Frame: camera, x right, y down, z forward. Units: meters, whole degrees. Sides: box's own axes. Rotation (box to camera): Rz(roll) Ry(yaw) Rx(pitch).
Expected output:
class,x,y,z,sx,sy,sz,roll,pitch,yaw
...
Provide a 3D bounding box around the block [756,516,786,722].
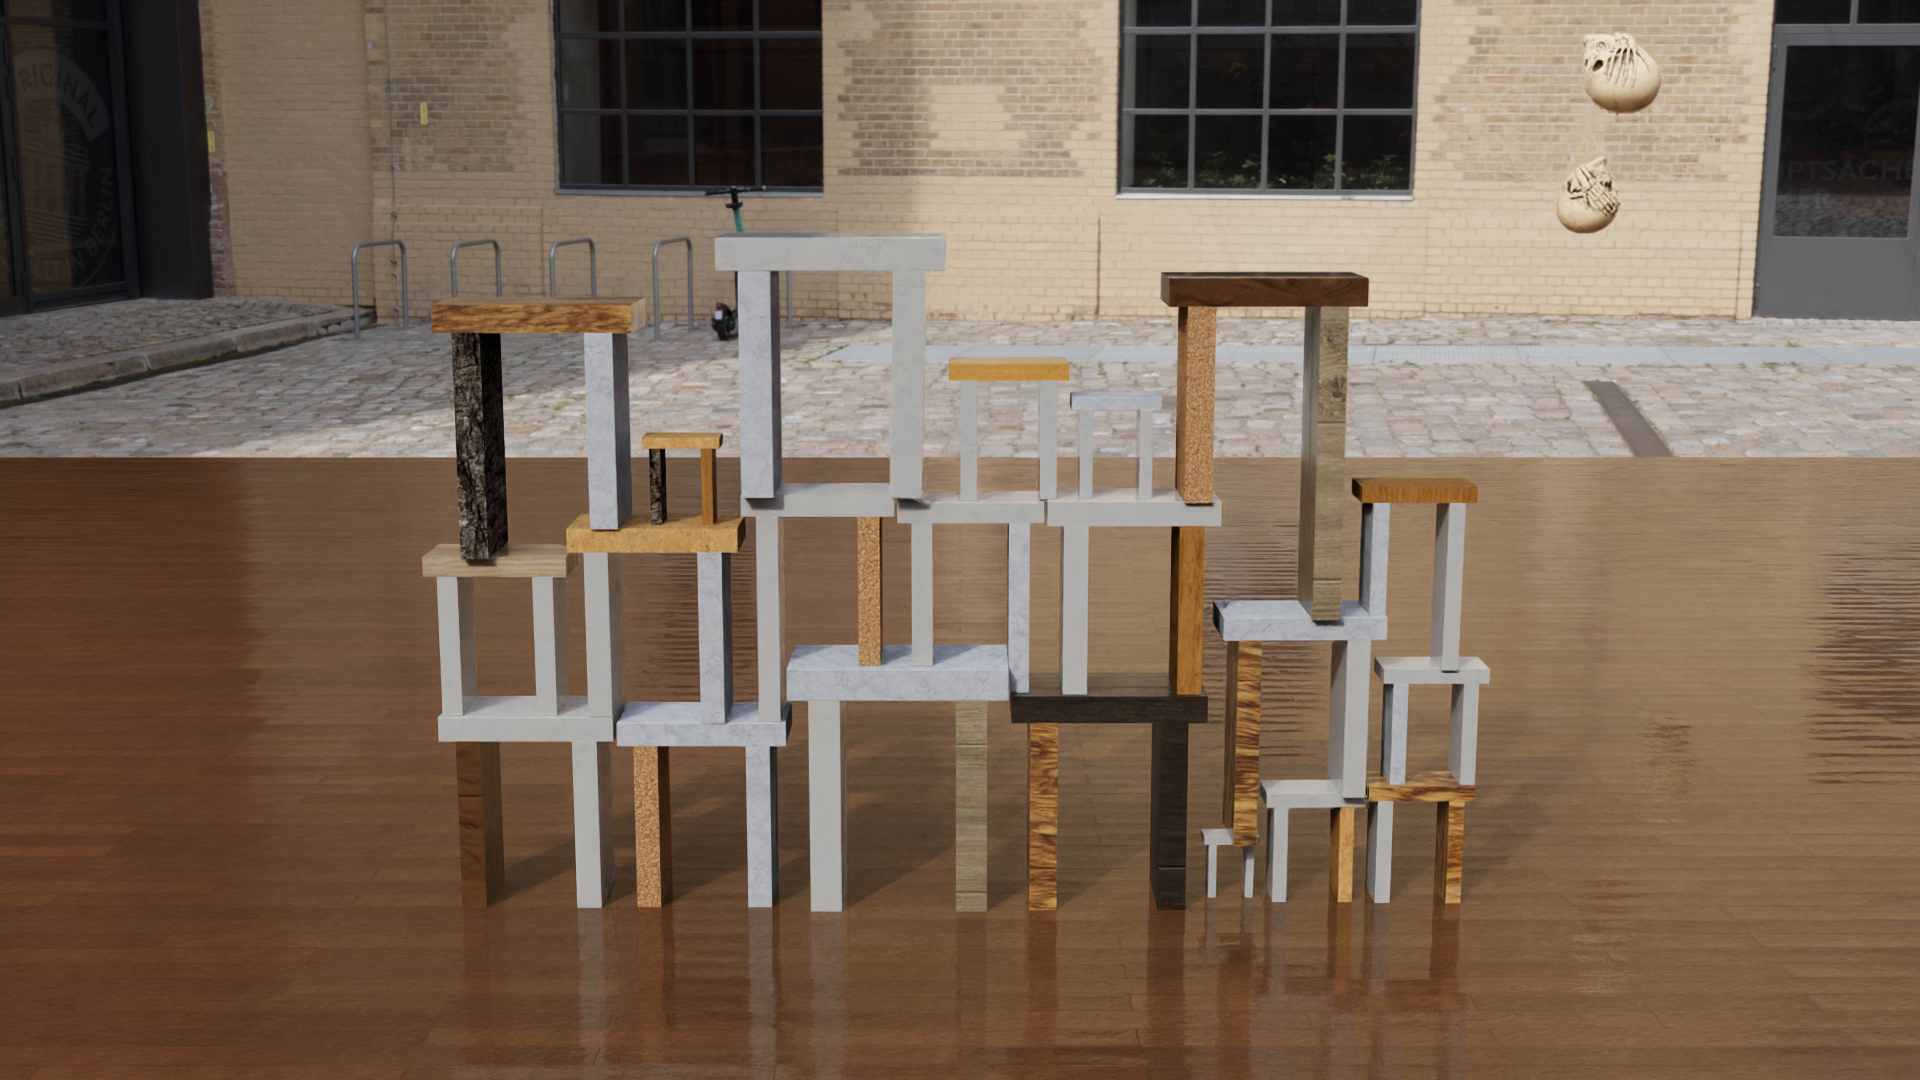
class,x,y,z,sx,sy,sz,roll,pitch,yaw
block,-0.307,0.118,3.584,0.035,0.337,0.122,0,11,0

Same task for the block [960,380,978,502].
class,x,y,z,sx,sy,sz,roll,pitch,yaw
block,0.014,-0.165,3.533,0.027,0.193,0.095,0,11,0

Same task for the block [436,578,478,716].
class,x,y,z,sx,sy,sz,roll,pitch,yaw
block,-0.820,0.161,3.590,0.032,0.229,0.114,0,11,0

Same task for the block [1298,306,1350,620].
class,x,y,z,sx,sy,sz,roll,pitch,yaw
block,0.582,-0.131,3.532,0.044,0.498,0.154,0,11,0

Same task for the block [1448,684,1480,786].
class,x,y,z,sx,sy,sz,roll,pitch,yaw
block,0.829,0.309,3.622,0.024,0.171,0.086,0,11,0

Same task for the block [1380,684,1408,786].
class,x,y,z,sx,sy,sz,roll,pitch,yaw
block,0.715,0.309,3.621,0.024,0.171,0.086,0,11,0

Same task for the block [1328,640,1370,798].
class,x,y,z,sx,sy,sz,roll,pitch,yaw
block,0.639,0.278,3.616,0.037,0.263,0.131,0,11,-1

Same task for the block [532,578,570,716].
class,x,y,z,sx,sy,sz,roll,pitch,yaw
block,-0.667,0.161,3.590,0.032,0.229,0.114,0,11,0

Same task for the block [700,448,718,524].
class,x,y,z,sx,sy,sz,roll,pitch,yaw
block,-0.404,-0.090,3.539,0.017,0.123,0.062,0,11,0

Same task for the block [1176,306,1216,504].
class,x,y,z,sx,sy,sz,roll,pitch,yaw
block,0.376,-0.224,3.516,0.044,0.309,0.154,0,11,0

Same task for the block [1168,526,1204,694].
class,x,y,z,sx,sy,sz,roll,pitch,yaw
block,0.368,0.101,3.578,0.039,0.275,0.138,0,11,0

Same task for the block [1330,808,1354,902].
class,x,y,z,sx,sy,sz,roll,pitch,yaw
block,0.634,0.510,3.656,0.023,0.162,0.081,-1,11,-1

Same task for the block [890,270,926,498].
class,x,y,z,sx,sy,sz,roll,pitch,yaw
block,-0.083,-0.257,3.515,0.050,0.356,0.178,1,11,-1

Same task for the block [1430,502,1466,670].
class,x,y,z,sx,sy,sz,roll,pitch,yaw
block,0.792,0.067,3.571,0.026,0.274,0.092,0,11,0

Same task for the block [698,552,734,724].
class,x,y,z,sx,sy,sz,roll,pitch,yaw
block,-0.398,0.146,3.587,0.038,0.281,0.135,0,11,0

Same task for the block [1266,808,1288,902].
class,x,y,z,sx,sy,sz,roll,pitch,yaw
block,0.526,0.510,3.654,0.023,0.162,0.081,0,11,0

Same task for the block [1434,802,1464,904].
class,x,y,z,sx,sy,sz,roll,pitch,yaw
block,0.812,0.505,3.651,0.025,0.175,0.087,0,11,0

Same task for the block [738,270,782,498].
class,x,y,z,sx,sy,sz,roll,pitch,yaw
block,-0.319,-0.257,3.515,0.050,0.355,0.178,0,11,0

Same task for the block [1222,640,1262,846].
class,x,y,z,sx,sy,sz,roll,pitch,yaw
block,0.464,0.318,3.621,0.037,0.343,0.131,0,11,-1

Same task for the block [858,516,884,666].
class,x,y,z,sx,sy,sz,roll,pitch,yaw
block,-0.145,0.072,3.574,0.035,0.244,0.122,0,11,0

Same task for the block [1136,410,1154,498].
class,x,y,z,sx,sy,sz,roll,pitch,yaw
block,0.296,-0.142,3.530,0.020,0.142,0.071,0,11,0

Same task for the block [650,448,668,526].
class,x,y,z,sx,sy,sz,roll,pitch,yaw
block,-0.486,-0.090,3.539,0.017,0.123,0.062,0,11,0

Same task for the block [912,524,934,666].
class,x,y,z,sx,sy,sz,roll,pitch,yaw
block,-0.061,0.077,3.574,0.033,0.233,0.117,0,11,0

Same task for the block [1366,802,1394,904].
class,x,y,z,sx,sy,sz,roll,pitch,yaw
block,0.696,0.505,3.651,0.025,0.175,0.087,0,11,0

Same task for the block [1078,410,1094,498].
class,x,y,z,sx,sy,sz,roll,pitch,yaw
block,0.201,-0.142,3.530,0.020,0.142,0.071,0,11,0

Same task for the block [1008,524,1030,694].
class,x,y,z,sx,sy,sz,roll,pitch,yaw
block,0.095,0.100,3.578,0.033,0.278,0.117,0,11,0

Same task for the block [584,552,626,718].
class,x,y,z,sx,sy,sz,roll,pitch,yaw
block,-0.579,0.141,3.586,0.038,0.271,0.135,0,11,0

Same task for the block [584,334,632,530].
class,x,y,z,sx,sy,sz,roll,pitch,yaw
block,-0.563,-0.183,3.528,0.044,0.310,0.155,0,11,0

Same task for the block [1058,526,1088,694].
class,x,y,z,sx,sy,sz,roll,pitch,yaw
block,0.185,0.101,3.578,0.039,0.275,0.138,0,11,0

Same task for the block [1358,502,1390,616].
class,x,y,z,sx,sy,sz,roll,pitch,yaw
block,0.671,0.023,3.563,0.026,0.184,0.092,0,11,-1

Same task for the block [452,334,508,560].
class,x,y,z,sx,sy,sz,roll,pitch,yaw
block,-0.770,-0.160,3.533,0.044,0.359,0.155,0,11,0

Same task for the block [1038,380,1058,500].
class,x,y,z,sx,sy,sz,roll,pitch,yaw
block,0.141,-0.167,3.533,0.027,0.190,0.095,0,11,0
